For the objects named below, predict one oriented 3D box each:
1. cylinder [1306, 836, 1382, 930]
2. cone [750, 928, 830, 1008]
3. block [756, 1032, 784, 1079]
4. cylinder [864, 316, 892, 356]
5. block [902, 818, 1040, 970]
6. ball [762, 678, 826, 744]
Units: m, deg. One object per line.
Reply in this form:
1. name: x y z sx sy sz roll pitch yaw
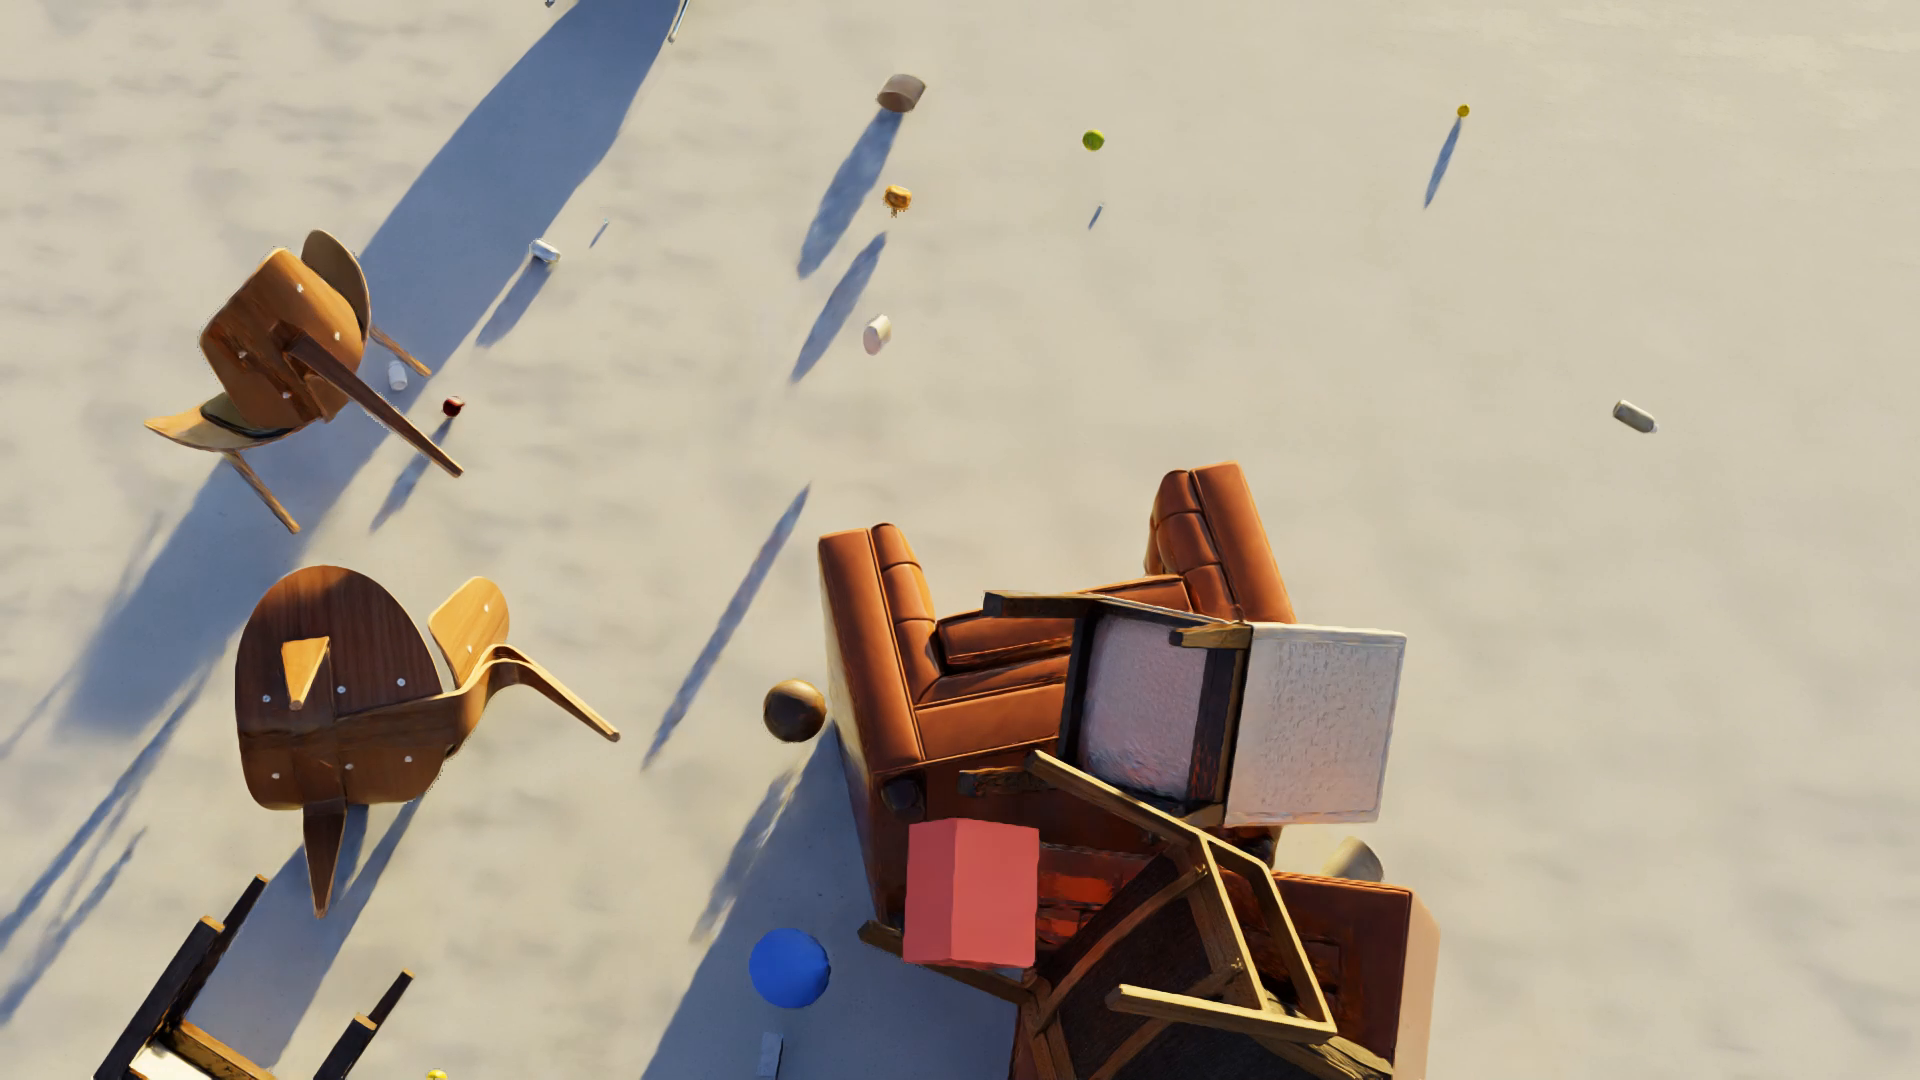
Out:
1. cylinder: 1.023 0.915 5.853 0.122 0.186 0.180 21 56 40
2. cone: -0.360 1.018 5.256 0.257 0.140 0.193 14 68 -43
3. block: -0.487 1.330 5.655 0.049 0.044 0.113 6 56 4
4. cylinder: -0.257 -0.637 6.845 0.059 0.101 0.088 14 33 18
5. block: 0.023 0.716 4.434 0.199 0.176 0.276 12 73 -31
6. ball: -0.391 0.403 5.191 0.152 0.152 0.152 0 56 0
